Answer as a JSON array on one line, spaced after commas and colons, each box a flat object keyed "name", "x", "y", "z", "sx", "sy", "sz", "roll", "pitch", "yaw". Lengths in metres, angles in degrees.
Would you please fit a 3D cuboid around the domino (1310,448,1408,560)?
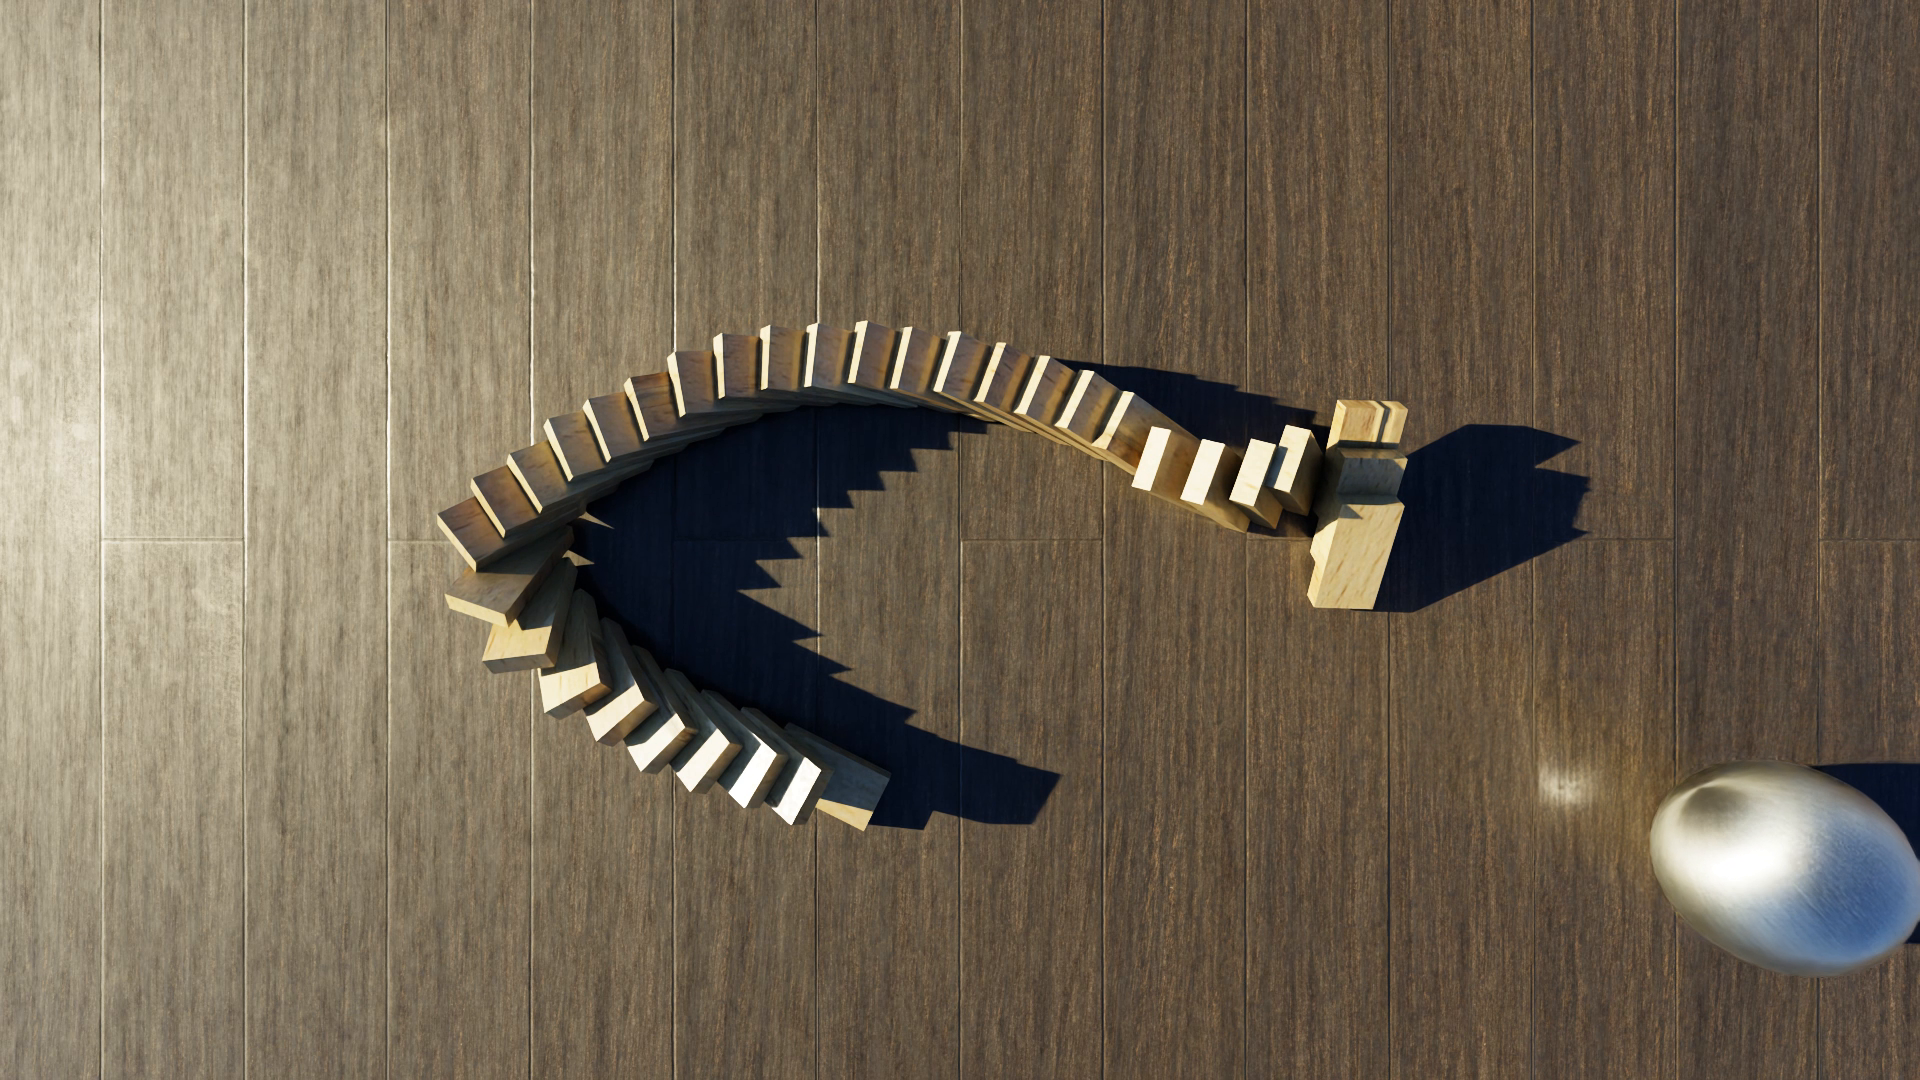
[{"name": "domino", "x": 0.166, "y": -0.013, "z": 0.383, "sx": 0.025, "sy": 0.009, "sz": 0.050, "roll": 2, "pitch": 120, "yaw": 0}]

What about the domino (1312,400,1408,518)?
[{"name": "domino", "x": 0.167, "y": -0.033, "z": 0.384, "sx": 0.025, "sy": 0.009, "sz": 0.050, "roll": 2, "pitch": 118, "yaw": 0}]

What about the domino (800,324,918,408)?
[{"name": "domino", "x": -0.040, "y": -0.072, "z": 0.382, "sx": 0.050, "sy": 0.009, "sz": 0.025, "roll": 6, "pitch": 90, "yaw": -34}]

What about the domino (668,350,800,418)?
[{"name": "domino", "x": -0.094, "y": -0.065, "z": 0.382, "sx": 0.050, "sy": 0.009, "sz": 0.025, "roll": -10, "pitch": 90, "yaw": -35}]

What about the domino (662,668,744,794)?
[{"name": "domino", "x": -0.114, "y": 0.079, "z": 0.383, "sx": 0.050, "sy": 0.009, "sz": 0.025, "roll": 38, "pitch": 90, "yaw": 32}]

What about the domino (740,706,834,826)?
[{"name": "domino", "x": -0.078, "y": 0.094, "z": 0.383, "sx": 0.050, "sy": 0.009, "sz": 0.025, "roll": 29, "pitch": 91, "yaw": 31}]

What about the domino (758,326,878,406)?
[{"name": "domino", "x": -0.058, "y": -0.072, "z": 0.382, "sx": 0.050, "sy": 0.010, "sz": 0.025, "roll": 3, "pitch": 89, "yaw": -34}]

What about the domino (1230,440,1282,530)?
[{"name": "domino", "x": 0.125, "y": -0.022, "z": 0.376, "sx": 0.009, "sy": 0.050, "sz": 0.025, "roll": 20, "pitch": 90, "yaw": 30}]

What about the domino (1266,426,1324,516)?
[{"name": "domino", "x": 0.138, "y": -0.028, "z": 0.376, "sx": 0.009, "sy": 0.050, "sz": 0.025, "roll": 19, "pitch": 90, "yaw": 30}]

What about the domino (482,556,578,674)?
[{"name": "domino", "x": -0.177, "y": 0.030, "z": 0.380, "sx": 0.025, "sy": 0.009, "sz": 0.050, "roll": -7, "pitch": 49, "yaw": 0}]

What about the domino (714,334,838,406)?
[{"name": "domino", "x": -0.076, "y": -0.070, "z": 0.382, "sx": 0.050, "sy": 0.010, "sz": 0.025, "roll": -2, "pitch": 89, "yaw": -34}]

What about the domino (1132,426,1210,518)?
[{"name": "domino", "x": 0.094, "y": -0.027, "z": 0.380, "sx": 0.050, "sy": 0.010, "sz": 0.025, "roll": 17, "pitch": 93, "yaw": -41}]

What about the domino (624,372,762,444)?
[{"name": "domino", "x": -0.110, "y": -0.058, "z": 0.382, "sx": 0.050, "sy": 0.009, "sz": 0.025, "roll": -18, "pitch": 90, "yaw": -35}]

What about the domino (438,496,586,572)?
[{"name": "domino", "x": -0.185, "y": -0.011, "z": 0.381, "sx": 0.025, "sy": 0.010, "sz": 0.050, "roll": 50, "pitch": 53, "yaw": 3}]

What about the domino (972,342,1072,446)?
[{"name": "domino", "x": 0.031, "y": -0.060, "z": 0.382, "sx": 0.050, "sy": 0.010, "sz": 0.025, "roll": 21, "pitch": 90, "yaw": -34}]

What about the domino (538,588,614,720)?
[{"name": "domino", "x": -0.162, "y": 0.047, "z": 0.382, "sx": 0.025, "sy": 0.009, "sz": 0.050, "roll": -29, "pitch": 55, "yaw": 0}]

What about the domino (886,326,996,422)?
[{"name": "domino", "x": -0.004, "y": -0.068, "z": 0.382, "sx": 0.050, "sy": 0.009, "sz": 0.025, "roll": 14, "pitch": 90, "yaw": -34}]

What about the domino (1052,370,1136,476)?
[{"name": "domino", "x": 0.064, "y": -0.048, "z": 0.382, "sx": 0.050, "sy": 0.010, "sz": 0.025, "roll": 26, "pitch": 90, "yaw": -33}]

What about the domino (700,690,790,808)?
[{"name": "domino", "x": -0.096, "y": 0.087, "z": 0.383, "sx": 0.050, "sy": 0.010, "sz": 0.025, "roll": 31, "pitch": 90, "yaw": 31}]

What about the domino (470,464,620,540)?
[{"name": "domino", "x": -0.172, "y": -0.023, "z": 0.381, "sx": 0.050, "sy": 0.009, "sz": 0.025, "roll": -31, "pitch": 87, "yaw": -36}]

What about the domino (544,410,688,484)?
[{"name": "domino", "x": -0.142, "y": -0.043, "z": 0.382, "sx": 0.050, "sy": 0.010, "sz": 0.025, "roll": -23, "pitch": 90, "yaw": -36}]

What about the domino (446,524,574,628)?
[{"name": "domino", "x": -0.185, "y": 0.011, "z": 0.380, "sx": 0.025, "sy": 0.010, "sz": 0.050, "roll": 19, "pitch": 48, "yaw": 1}]

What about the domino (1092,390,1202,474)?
[{"name": "domino", "x": 0.080, "y": -0.039, "z": 0.383, "sx": 0.050, "sy": 0.009, "sz": 0.025, "roll": 27, "pitch": 90, "yaw": -33}]

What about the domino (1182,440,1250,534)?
[{"name": "domino", "x": 0.109, "y": -0.021, "z": 0.377, "sx": 0.010, "sy": 0.050, "sz": 0.025, "roll": 20, "pitch": 90, "yaw": 38}]

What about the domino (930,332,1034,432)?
[{"name": "domino", "x": 0.014, "y": -0.065, "z": 0.382, "sx": 0.050, "sy": 0.009, "sz": 0.025, "roll": 19, "pitch": 90, "yaw": -34}]

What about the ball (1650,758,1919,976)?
[{"name": "ball", "x": 0.321, "y": 0.127, "z": 0.360, "sx": 0.080, "sy": 0.080, "sz": 0.080, "roll": 0, "pitch": 90, "yaw": 0}]

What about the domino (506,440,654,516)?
[{"name": "domino", "x": -0.157, "y": -0.032, "z": 0.381, "sx": 0.050, "sy": 0.009, "sz": 0.025, "roll": -31, "pitch": 89, "yaw": -36}]

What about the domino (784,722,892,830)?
[{"name": "domino", "x": -0.058, "y": 0.102, "z": 0.395, "sx": 0.050, "sy": 0.009, "sz": 0.025, "roll": 27, "pitch": 90, "yaw": 0}]

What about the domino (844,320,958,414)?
[{"name": "domino", "x": -0.022, "y": -0.071, "z": 0.382, "sx": 0.050, "sy": 0.010, "sz": 0.025, "roll": 12, "pitch": 90, "yaw": -34}]

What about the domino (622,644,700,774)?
[{"name": "domino", "x": -0.132, "y": 0.070, "z": 0.383, "sx": 0.025, "sy": 0.009, "sz": 0.050, "roll": -45, "pitch": 58, "yaw": 1}]

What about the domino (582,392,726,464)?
[{"name": "domino", "x": -0.127, "y": -0.051, "z": 0.382, "sx": 0.050, "sy": 0.009, "sz": 0.025, "roll": -21, "pitch": 90, "yaw": -35}]

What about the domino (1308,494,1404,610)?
[{"name": "domino", "x": 0.165, "y": 0.005, "z": 0.383, "sx": 0.025, "sy": 0.010, "sz": 0.050, "roll": 2, "pitch": 120, "yaw": 0}]

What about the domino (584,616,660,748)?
[{"name": "domino", "x": -0.146, "y": 0.058, "z": 0.382, "sx": 0.025, "sy": 0.009, "sz": 0.050, "roll": -41, "pitch": 54, "yaw": 0}]

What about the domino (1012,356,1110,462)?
[{"name": "domino", "x": 0.048, "y": -0.054, "z": 0.382, "sx": 0.050, "sy": 0.009, "sz": 0.025, "roll": 23, "pitch": 90, "yaw": -33}]
